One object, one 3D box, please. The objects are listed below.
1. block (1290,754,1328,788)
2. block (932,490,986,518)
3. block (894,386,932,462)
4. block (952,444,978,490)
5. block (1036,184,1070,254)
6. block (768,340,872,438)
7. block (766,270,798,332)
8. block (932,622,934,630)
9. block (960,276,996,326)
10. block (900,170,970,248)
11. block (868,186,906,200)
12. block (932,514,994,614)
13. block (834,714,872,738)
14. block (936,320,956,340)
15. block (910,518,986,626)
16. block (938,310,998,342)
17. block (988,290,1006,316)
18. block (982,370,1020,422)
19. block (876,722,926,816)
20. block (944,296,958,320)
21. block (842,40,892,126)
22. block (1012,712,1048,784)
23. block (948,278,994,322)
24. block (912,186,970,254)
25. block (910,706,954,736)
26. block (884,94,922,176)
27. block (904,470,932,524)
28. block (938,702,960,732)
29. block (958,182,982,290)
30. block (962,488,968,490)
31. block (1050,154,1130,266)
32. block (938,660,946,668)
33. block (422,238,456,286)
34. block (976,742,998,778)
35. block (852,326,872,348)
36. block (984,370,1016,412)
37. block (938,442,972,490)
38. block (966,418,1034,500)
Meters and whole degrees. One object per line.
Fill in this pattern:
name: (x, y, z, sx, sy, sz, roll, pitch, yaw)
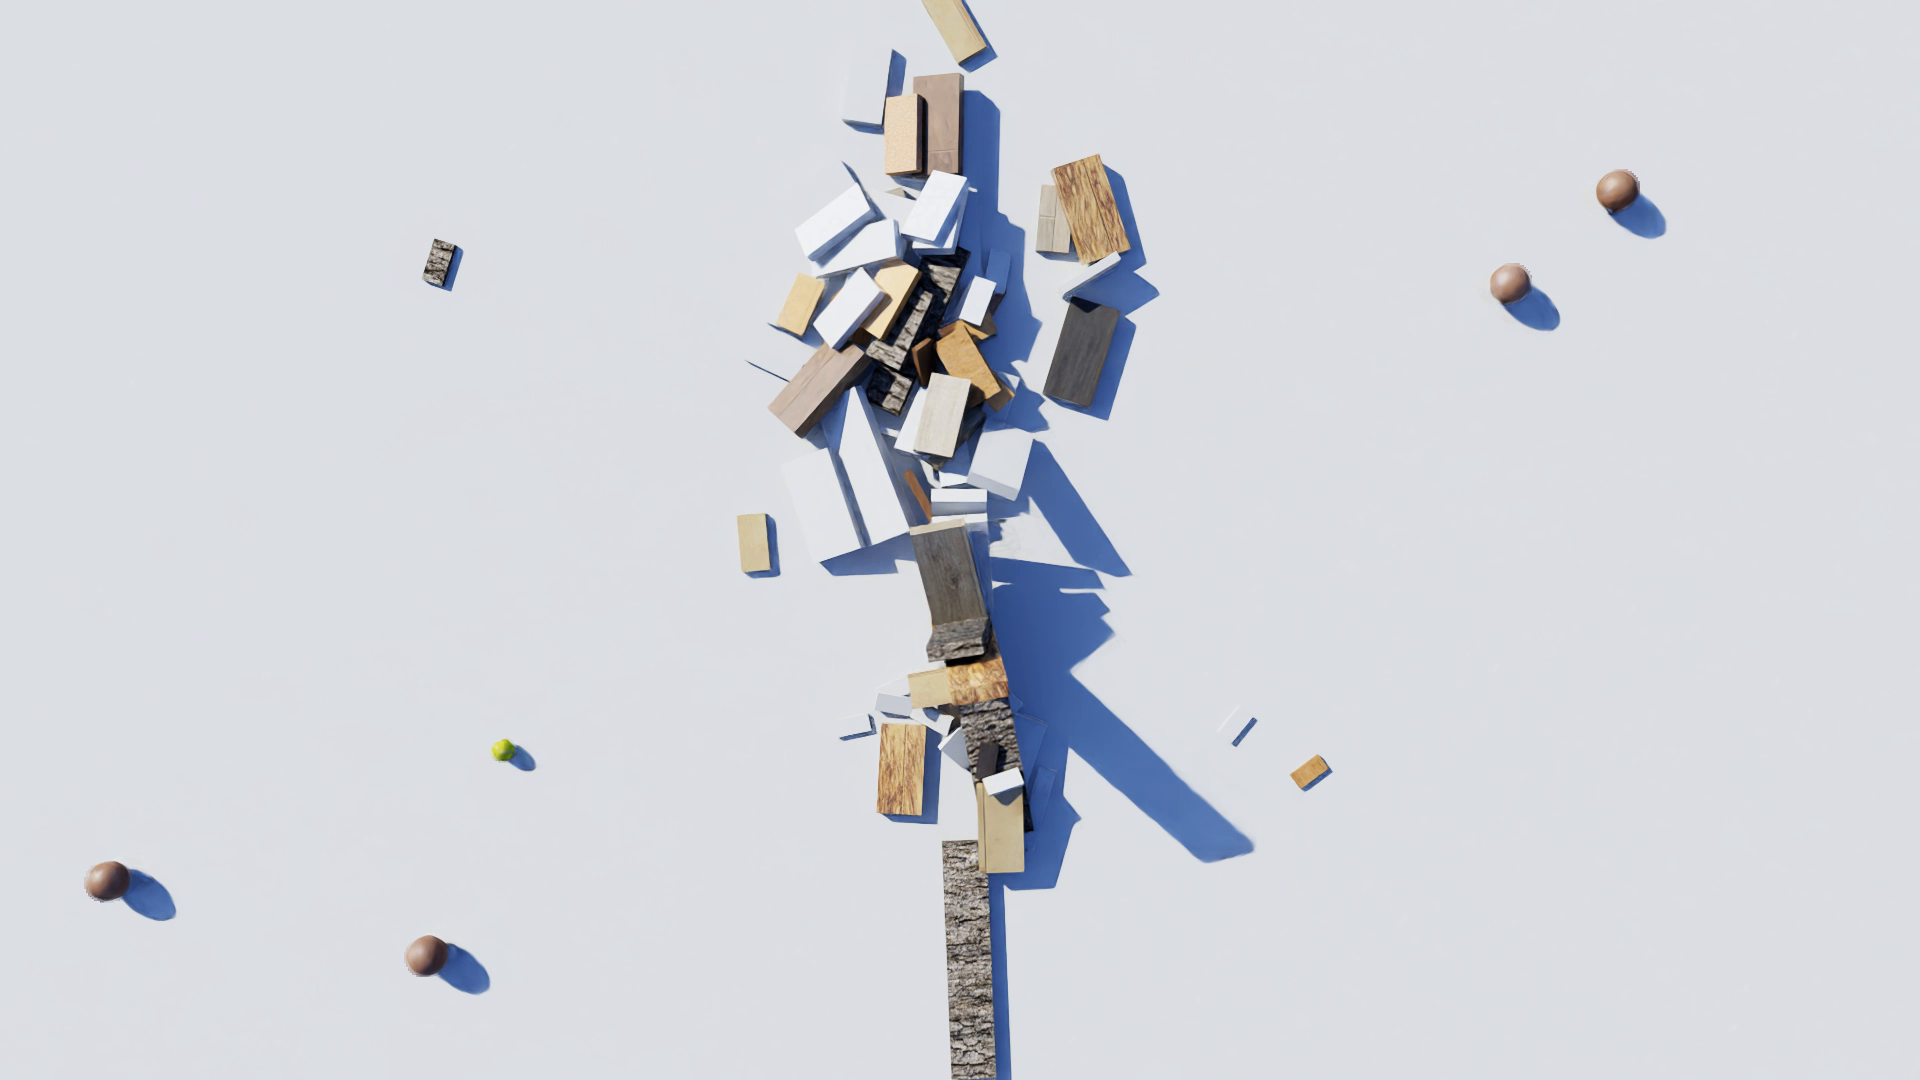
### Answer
block: (1.162, 0.771, 5.492, 0.115, 0.016, 0.058, -37, 90, 0)
block: (-0.004, -0.035, 5.346, 0.175, 0.349, 0.049, 0, 53, 0)
block: (-0.115, -0.384, 5.416, 0.121, 0.034, 0.242, 18, 71, 12)
block: (0.002, -0.209, 5.485, 0.107, 0.030, 0.213, -5, 90, 0)
block: (0.315, -1.066, 5.485, 0.109, 0.031, 0.219, 5, 90, 0)
block: (-0.464, -0.512, 5.426, 0.346, 0.049, 0.173, -49, 51, 0)
block: (-0.568, -0.795, 5.487, 0.095, 0.027, 0.189, 22, 90, 0)
block: (-0.009, 0.138, 5.387, 0.175, 0.049, 0.349, -1, 122, 0)
block: (0.058, -0.781, 5.393, 0.074, 0.021, 0.148, 21, 90, 5)
block: (-0.081, -1.077, 5.356, 0.126, 0.036, 0.253, 18, 72, 24)
block: (-0.292, -1.075, 5.482, 0.248, 0.035, 0.124, -17, 90, 0)
block: (0.012, 0.083, 5.296, 0.175, 0.049, 0.349, -4, 121, 2)
block: (-0.358, 0.617, 5.492, 0.115, 0.016, 0.058, -12, 90, 0)
block: (-0.013, -0.633, 5.468, 0.089, 0.025, 0.177, -19, 103, 0)
block: (-0.036, 0.102, 5.230, 0.173, 0.049, 0.346, -10, 121, 6)
block: (0.027, -0.690, 5.429, 0.177, 0.025, 0.089, -25, 103, 4)
block: (0.089, -0.783, 5.490, 0.072, 0.020, 0.144, 30, 90, 0)
block: (0.130, -0.469, 5.464, 0.086, 0.024, 0.172, 18, 106, -1)
block: (-0.195, 0.759, 5.479, 0.149, 0.042, 0.297, 3, 90, 0)
block: (-0.074, -0.808, 5.490, 0.072, 0.020, 0.144, -44, 90, 0)
block: (-0.308, -1.517, 5.481, 0.132, 0.037, 0.265, 8, 90, 0)
block: (0.196, 0.701, 5.467, 0.116, 0.033, 0.231, 18, 93, -11)
block: (0.036, -0.765, 5.453, 0.089, 0.025, 0.177, 30, 114, 1)
block: (-0.062, -1.055, 5.381, 0.134, 0.038, 0.268, 3, 66, 19)
block: (-0.093, 0.586, 5.454, 0.141, 0.020, 0.071, 27, 125, 15)
block: (-0.187, -1.339, 5.453, 0.125, 0.035, 0.250, 1, 90, 30)
block: (-0.122, -0.131, 5.447, 0.030, 0.107, 0.213, -29, 90, 0)
block: (-0.027, 0.594, 5.468, 0.071, 0.020, 0.141, -16, 109, 0)
block: (0.029, -1.006, 5.455, 0.072, 0.020, 0.346, -4, 90, 0)
block: (-0.003, -0.112, 5.447, 0.065, 0.018, 0.131, -5, 133, 0)
block: (0.431, -1.092, 5.455, 0.164, 0.047, 0.329, -20, 94, -8)
block: (-0.024, 0.414, 5.449, 0.098, 0.028, 0.195, 2, 112, -1)
block: (-1.734, -0.924, 5.490, 0.072, 0.020, 0.143, 18, 90, 0)
block: (0.088, 0.720, 5.373, 0.061, 0.017, 0.122, 7, 101, -3)
block: (-0.283, -0.668, 5.490, 0.141, 0.020, 0.071, 21, 90, 0)
block: (0.092, -0.511, 5.429, 0.086, 0.024, 0.172, -43, 93, 15)
block: (-0.023, -0.274, 5.435, 0.107, 0.030, 0.213, -10, 67, 2)
block: (0.132, -0.266, 5.347, 0.167, 0.335, 0.047, 21, 127, -3)
